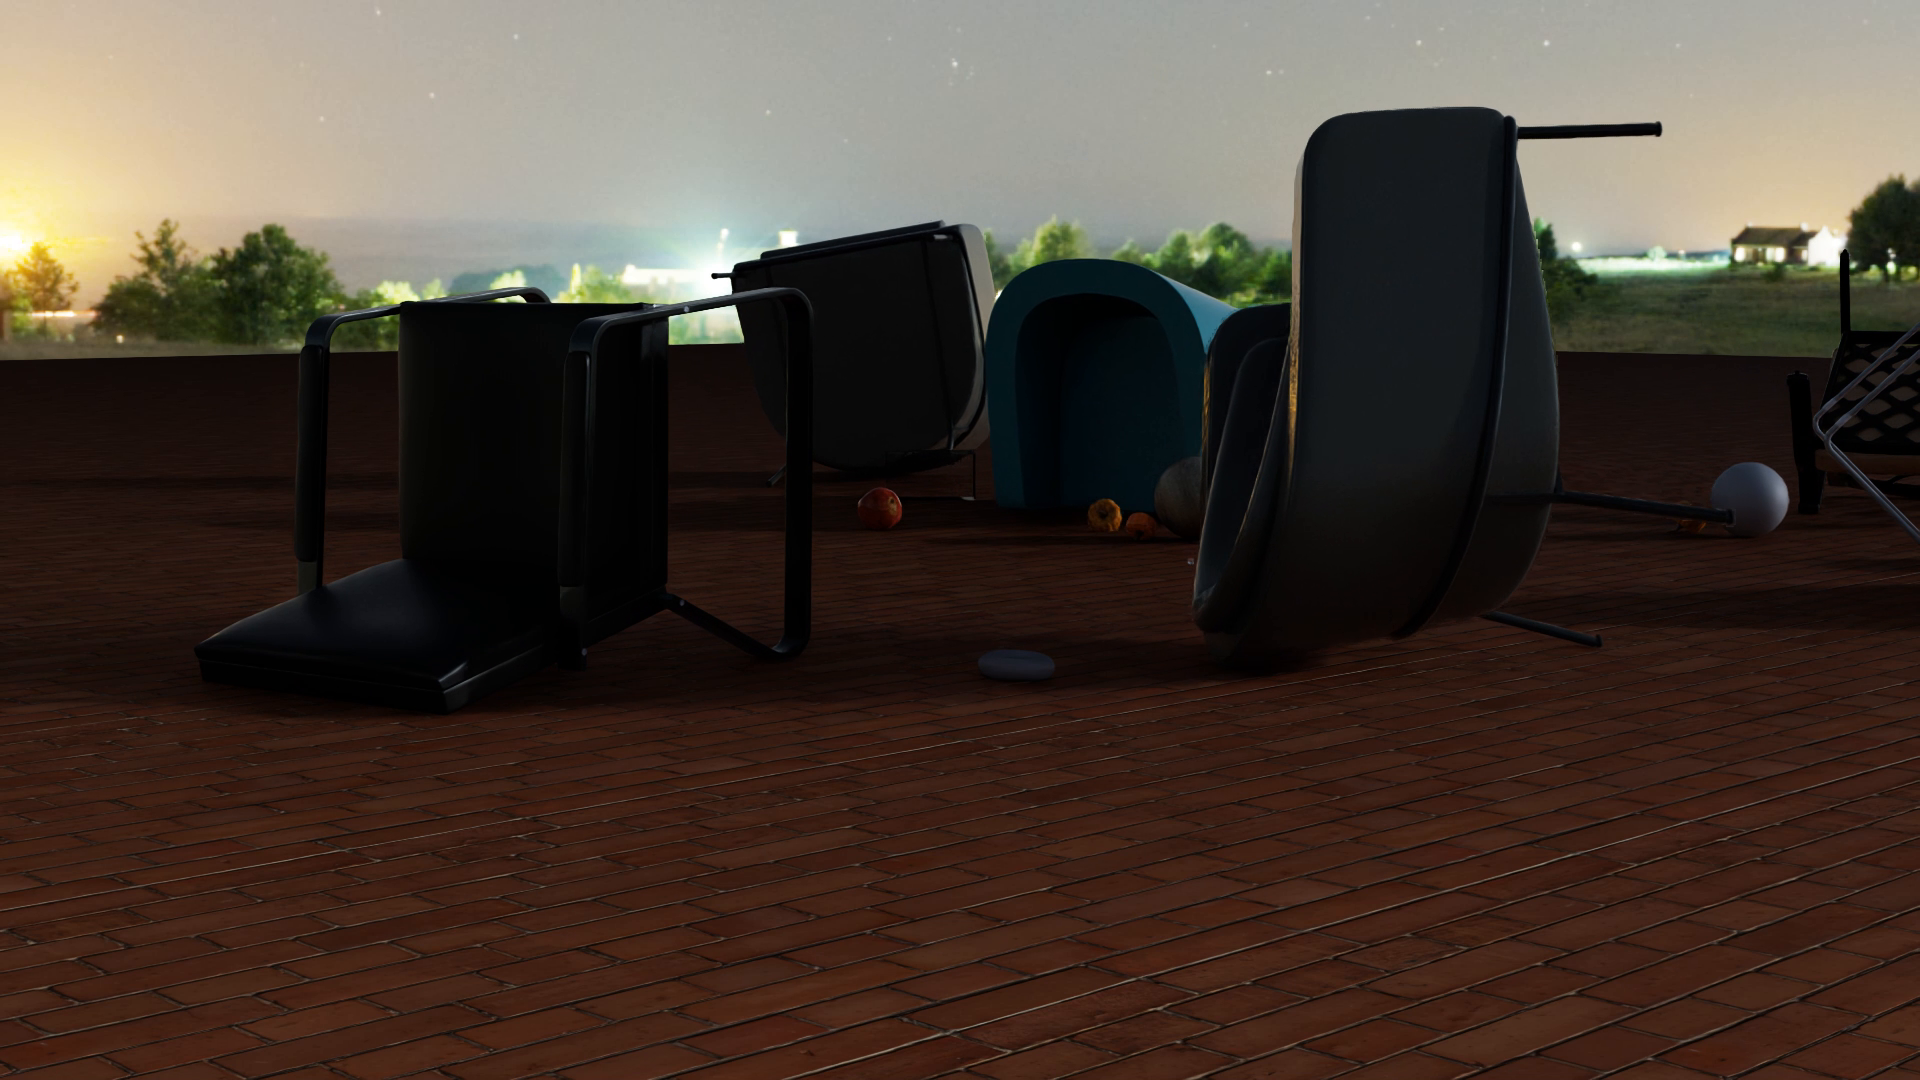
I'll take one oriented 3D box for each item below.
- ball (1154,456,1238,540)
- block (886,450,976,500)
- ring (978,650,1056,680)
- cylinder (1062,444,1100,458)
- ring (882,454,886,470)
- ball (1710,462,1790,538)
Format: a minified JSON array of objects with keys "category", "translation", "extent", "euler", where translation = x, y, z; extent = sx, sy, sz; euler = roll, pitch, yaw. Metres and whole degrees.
[{"category":"ball","translation":[0.589,-0.105,6.411],"extent":[0.209,0.209,0.209],"euler":[0,6,0]},{"category":"block","translation":[-0.090,-0.193,7.626],"extent":[0.262,0.136,0.174],"euler":[0,6,-3]},{"category":"ring","translation":[0.093,0.207,4.231],"extent":[0.116,0.036,0.150],"euler":[-5,8,-33]},{"category":"cylinder","translation":[0.442,-0.327,9.357],"extent":[0.121,0.046,0.118],"euler":[1,6,10]},{"category":"ring","translation":[-0.231,-0.264,8.739],"extent":[0.069,0.050,0.088],"euler":[-3,7,-43]},{"category":"ball","translation":[1.992,-0.102,6.474],"extent":[0.191,0.191,0.191],"euler":[0,6,0]}]
